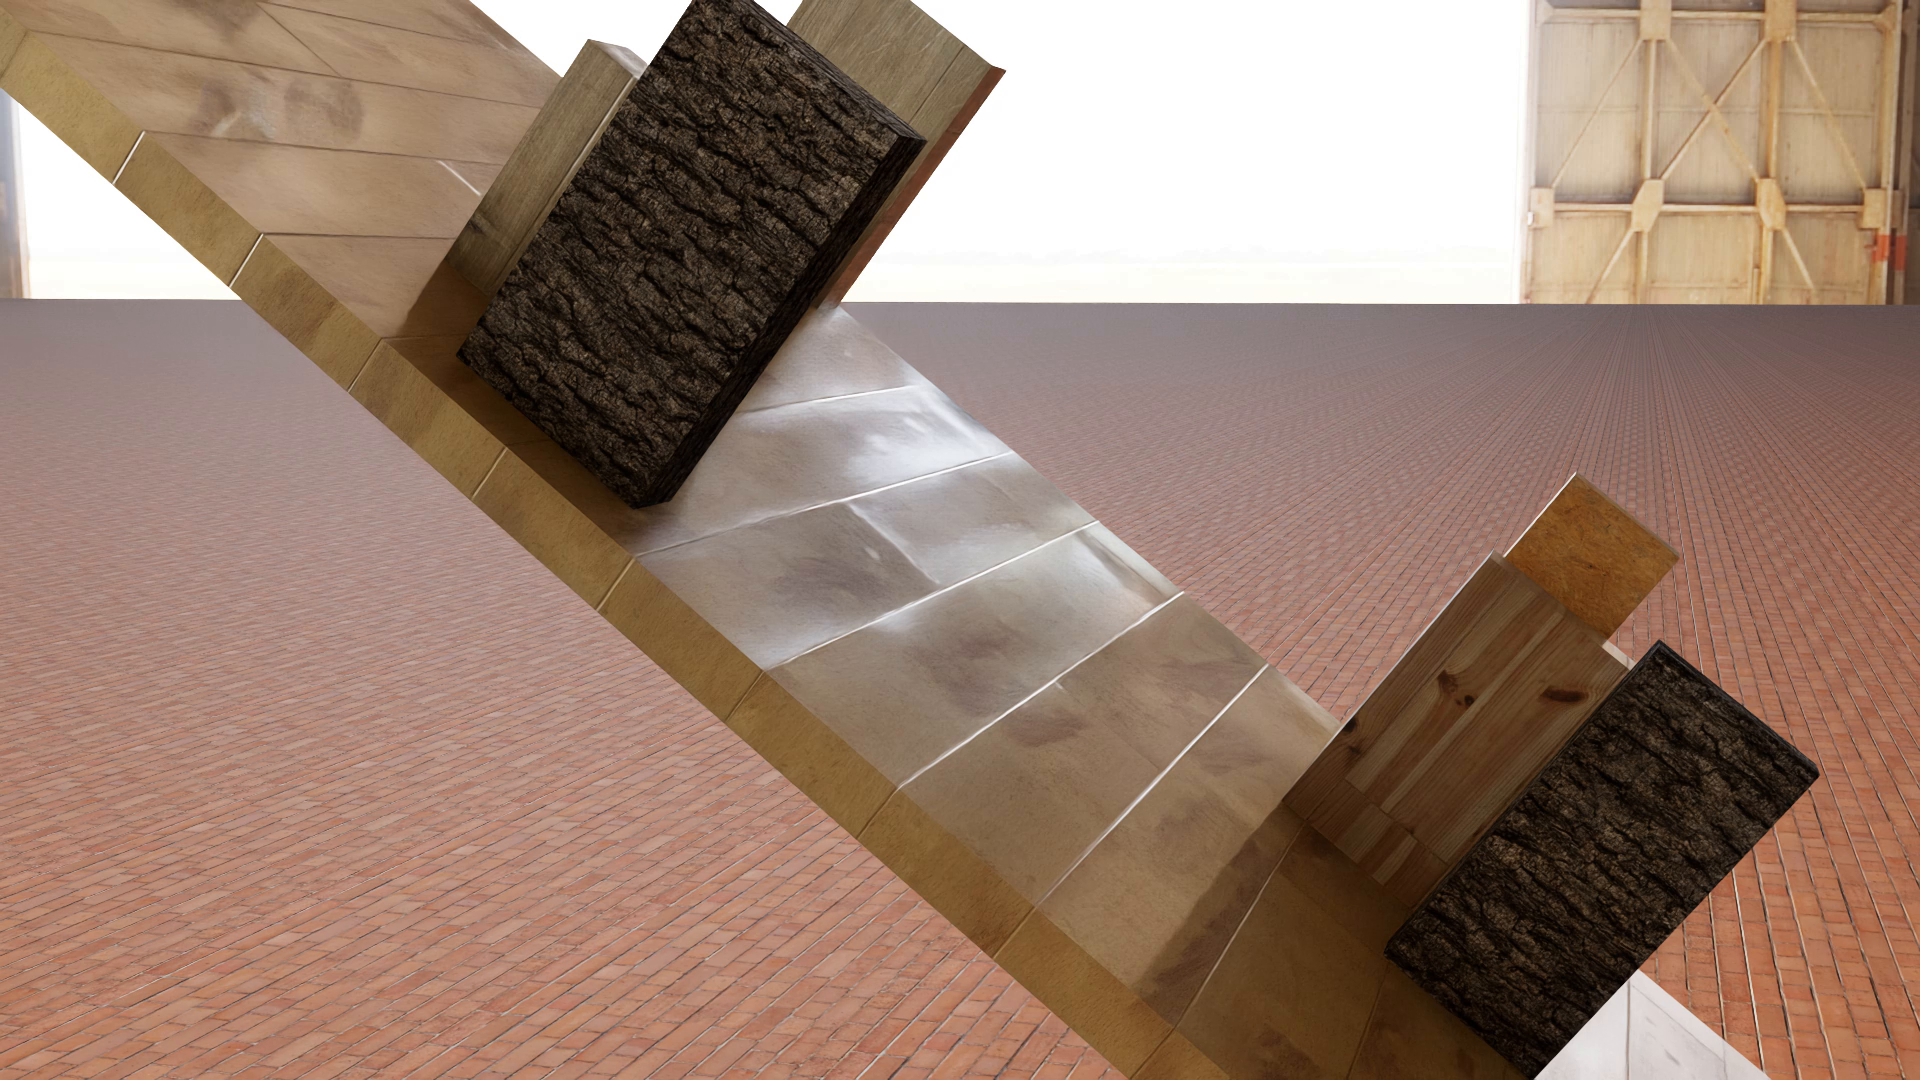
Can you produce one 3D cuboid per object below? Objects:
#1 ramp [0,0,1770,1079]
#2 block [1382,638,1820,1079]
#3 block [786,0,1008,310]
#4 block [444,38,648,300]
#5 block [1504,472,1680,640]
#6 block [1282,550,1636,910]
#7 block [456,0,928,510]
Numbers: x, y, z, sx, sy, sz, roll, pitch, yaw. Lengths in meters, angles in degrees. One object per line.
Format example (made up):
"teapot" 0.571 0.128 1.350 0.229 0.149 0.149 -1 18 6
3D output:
"ramp" -0.034 0.089 4.056 4.000 0.100 2.000 40 16 9
"block" 1.062 0.539 3.680 0.320 0.703 0.085 40 16 9
"block" -0.274 -0.922 4.957 0.441 0.670 0.123 40 16 9
"block" -0.547 -0.512 3.634 0.422 0.445 0.149 40 16 9
"block" 1.035 0.251 4.274 0.246 0.786 0.088 40 16 9
"block" 0.943 0.376 4.069 0.390 0.599 0.124 40 16 9
"block" -0.406 -0.432 3.274 0.369 0.686 0.131 40 16 9
